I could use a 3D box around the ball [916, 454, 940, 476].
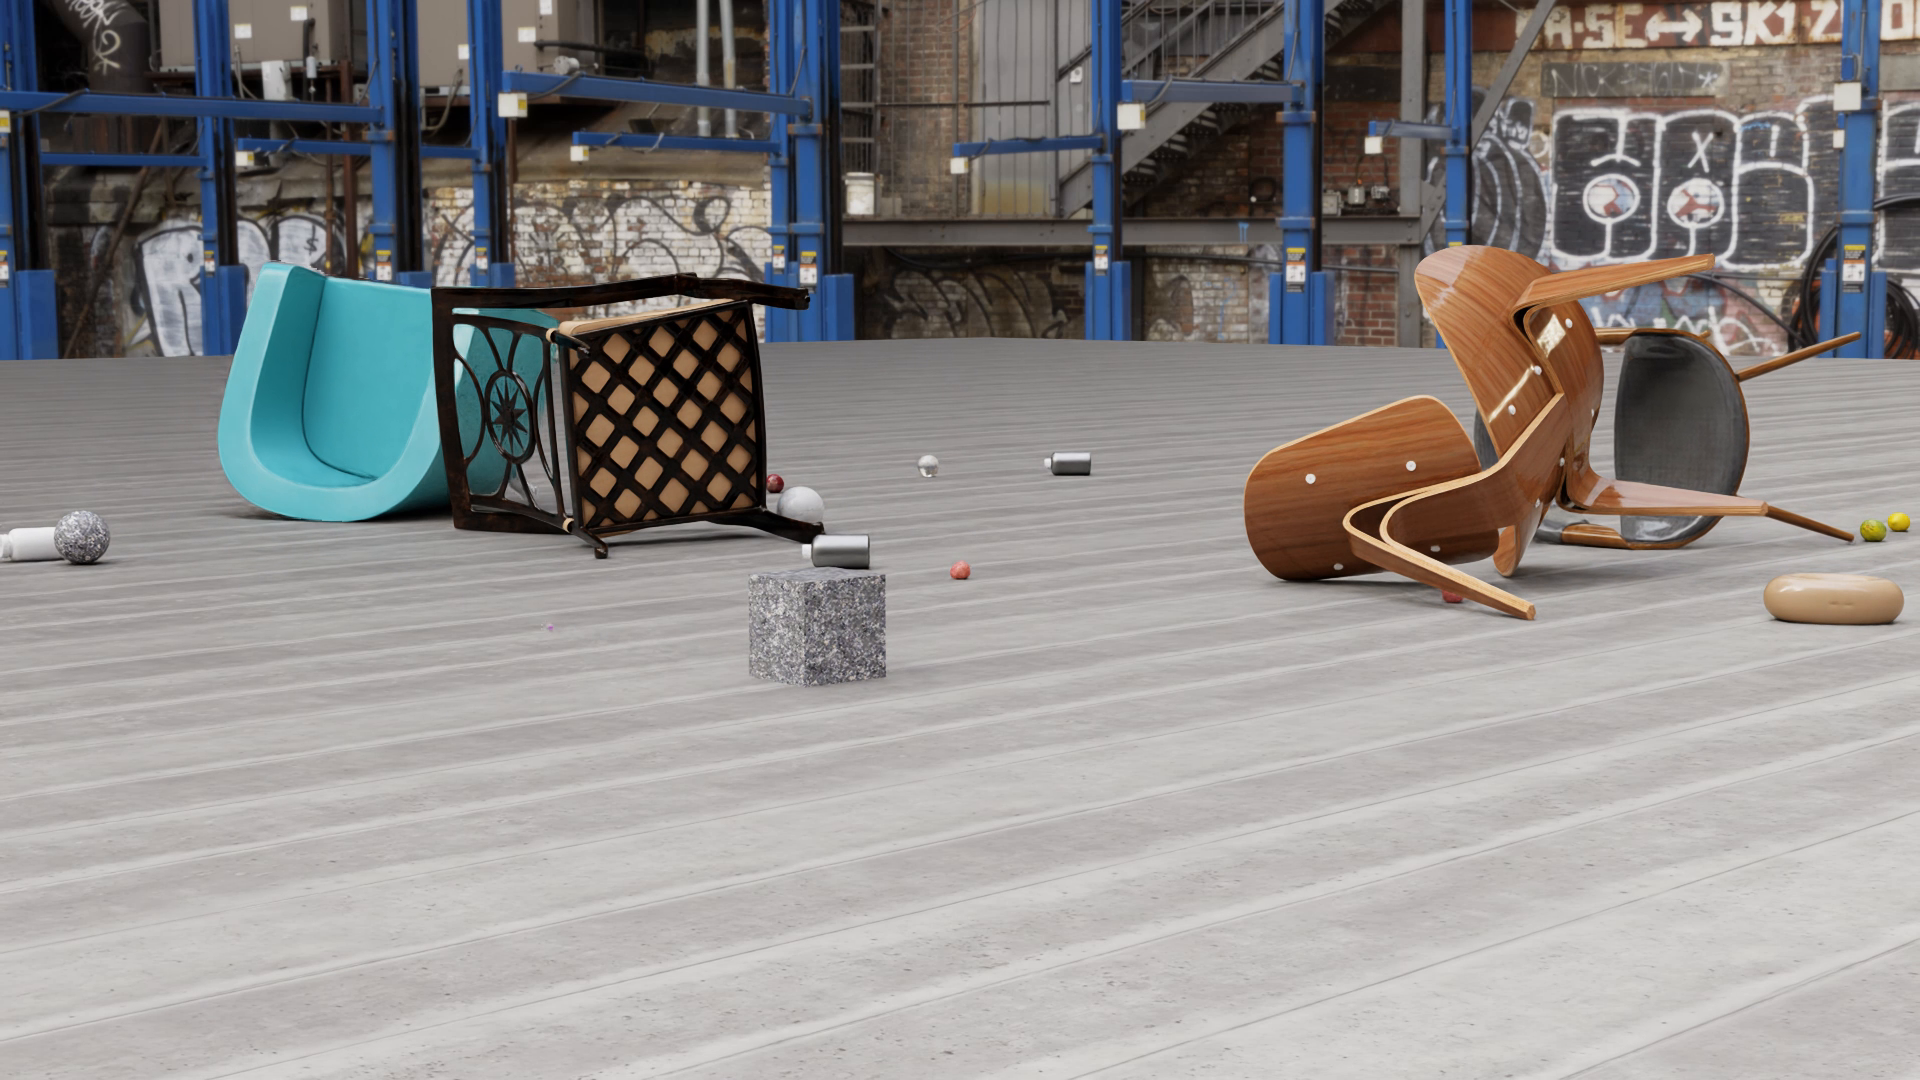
[{"bbox_3d":[-0.105,-0.244,8.422,0.074,0.074,0.074,0,6,0],"label":"ball"}]

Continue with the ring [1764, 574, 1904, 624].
[{"bbox_3d":[1.669,0.113,4.904,0.260,0.086,0.151,2,7,8],"label":"ring"}]

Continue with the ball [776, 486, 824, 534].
[{"bbox_3d":[-0.407,-0.076,6.543,0.124,0.124,0.124,0,6,0],"label":"ball"}]

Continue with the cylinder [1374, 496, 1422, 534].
[{"bbox_3d":[1.119,-0.063,6.541,0.110,0.089,0.134,2,-18,14],"label":"cylinder"}]

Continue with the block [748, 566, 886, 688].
[{"bbox_3d":[-0.235,0.141,4.217,0.167,0.170,0.151,-5,8,-40],"label":"block"}]

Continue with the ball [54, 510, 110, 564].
[{"bbox_3d":[-2.012,-0.007,5.878,0.123,0.123,0.123,0,6,0],"label":"ball"}]
